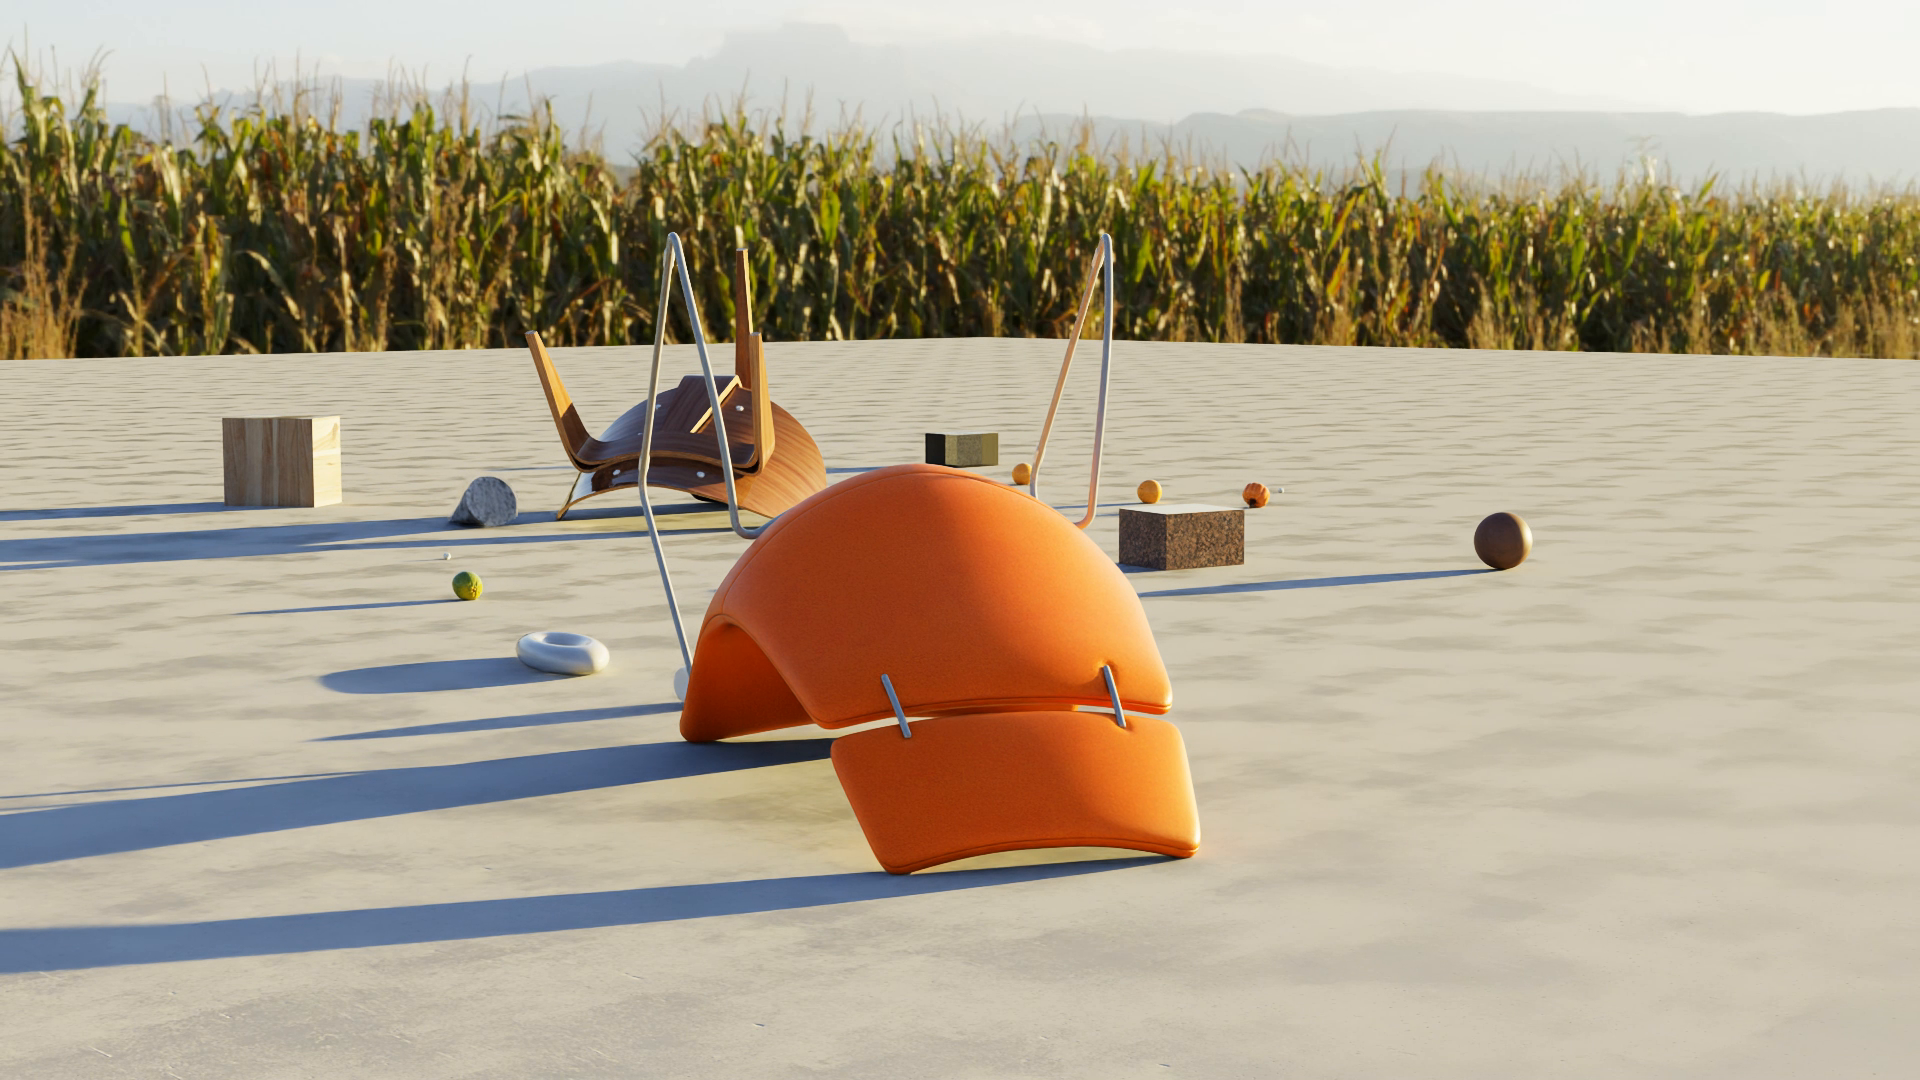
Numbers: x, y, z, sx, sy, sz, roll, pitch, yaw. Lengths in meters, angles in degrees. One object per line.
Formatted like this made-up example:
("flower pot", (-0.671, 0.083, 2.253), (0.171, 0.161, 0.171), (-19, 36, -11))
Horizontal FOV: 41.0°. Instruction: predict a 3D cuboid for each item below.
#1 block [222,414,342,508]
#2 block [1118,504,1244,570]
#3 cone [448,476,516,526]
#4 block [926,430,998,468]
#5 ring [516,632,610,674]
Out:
("block", (-1.958, -0.230, 7.412), (0.277, 0.252, 0.179), (1, 6, 11))
("block", (0.507, -0.008, 5.872), (0.225, 0.127, 0.177), (-4, 7, -33))
("cone", (-1.300, -0.074, 6.810), (0.165, 0.140, 0.193), (-24, -2, 31))
("block", (0.006, -0.316, 8.919), (0.197, 0.114, 0.161), (-5, 8, -43))
("ring", (-0.673, 0.190, 4.338), (0.133, 0.047, 0.309), (-4, 7, -26))
